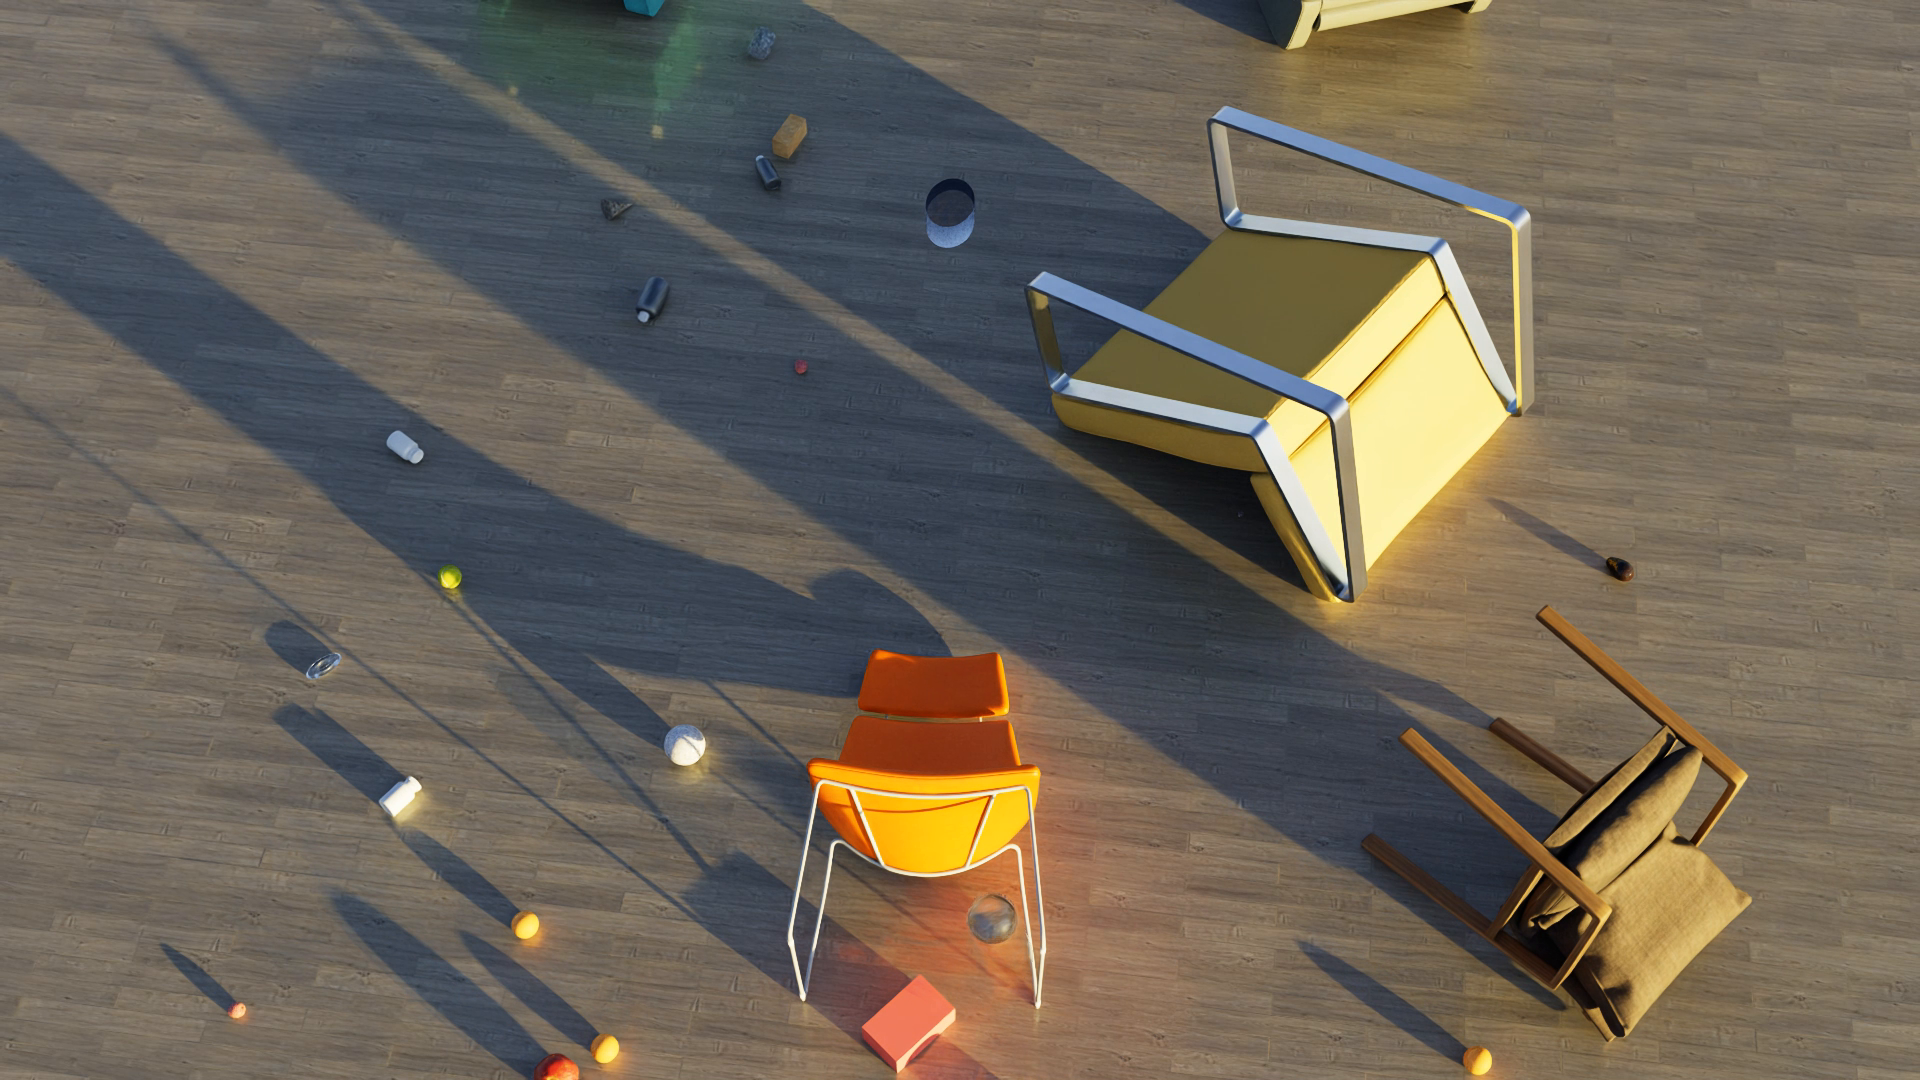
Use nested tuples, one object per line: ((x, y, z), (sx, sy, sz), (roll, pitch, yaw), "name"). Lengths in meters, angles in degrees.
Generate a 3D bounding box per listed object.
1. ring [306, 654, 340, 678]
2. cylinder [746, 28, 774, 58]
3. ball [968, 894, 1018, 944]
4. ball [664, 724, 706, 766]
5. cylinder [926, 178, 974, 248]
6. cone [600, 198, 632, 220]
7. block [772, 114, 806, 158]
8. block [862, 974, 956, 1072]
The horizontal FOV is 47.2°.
((-1.827, 0.362, 6.315), (0.111, 0.027, 0.049), (-36, 65, -21), "ring")
((-0.698, -1.745, 7.711), (0.071, 0.053, 0.103), (32, 46, -11), "cylinder")
((0.086, 1.004, 5.821), (0.131, 0.131, 0.131), (0, 56, 0), "ball")
((-0.767, 0.570, 6.122), (0.115, 0.115, 0.115), (0, 56, 0), "ball")
((-0.032, -1.076, 7.235), (0.158, 0.101, 0.216), (9, 57, 6), "cylinder")
((-1.128, -1.107, 7.299), (0.103, 0.061, 0.085), (-18, 50, -31), "cone")
((-0.578, -1.369, 7.451), (0.058, 0.068, 0.135), (22, 59, 14), "block")
((-0.132, 1.250, 5.687), (0.207, 0.081, 0.130), (-39, 64, -23), "block")
